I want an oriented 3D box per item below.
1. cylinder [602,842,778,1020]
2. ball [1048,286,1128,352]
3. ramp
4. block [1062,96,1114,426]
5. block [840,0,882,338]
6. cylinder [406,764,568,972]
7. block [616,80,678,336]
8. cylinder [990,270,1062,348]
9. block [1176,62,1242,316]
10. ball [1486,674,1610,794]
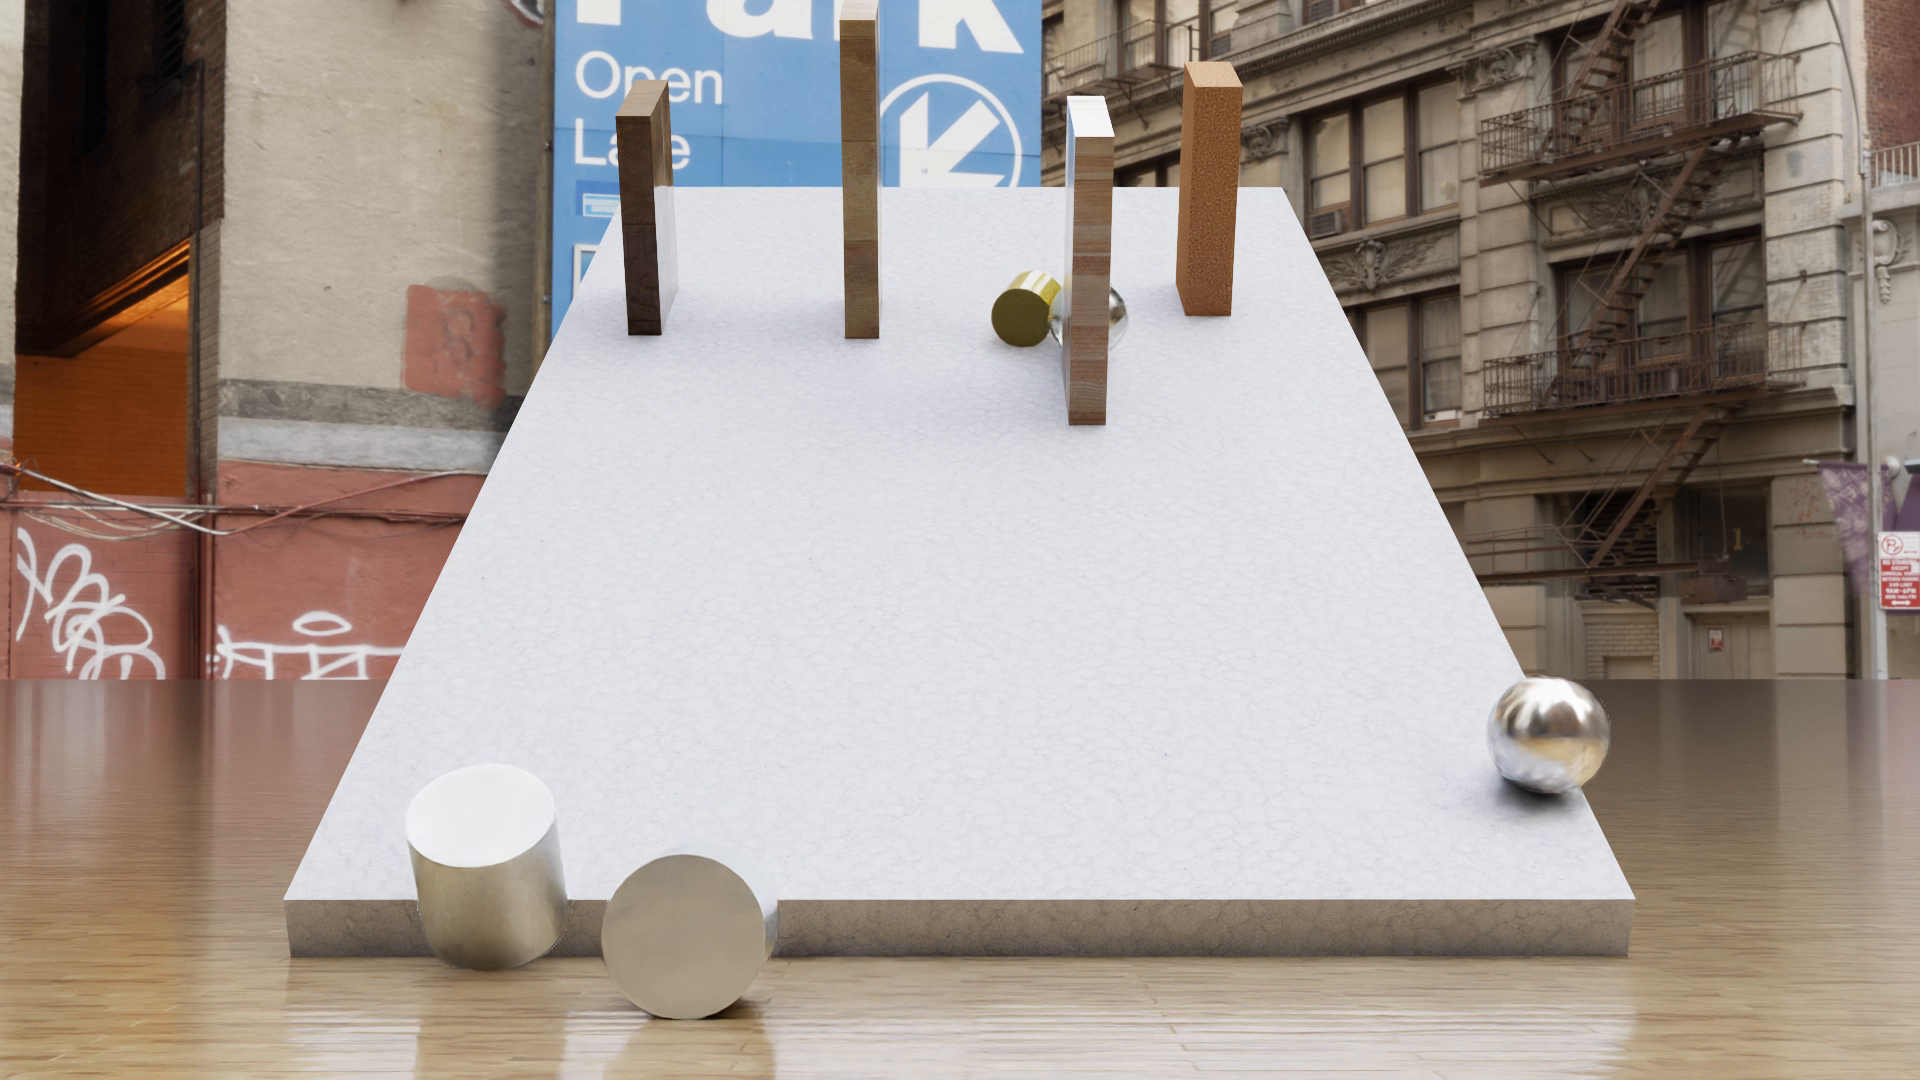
[{"bbox_3d":[-0.338,0.492,2.944,0.202,0.202,0.202,0,-3,0],"label":"cylinder"},{"bbox_3d":[0.310,-0.537,5.628,0.191,0.191,0.191,0,-3,0],"label":"ball"},{"bbox_3d":[-0.008,-0.228,5.285,2.000,0.100,4.000,0,24,0],"label":"ramp"},{"bbox_3d":[0.287,-0.637,5.273,0.084,0.660,0.377,0,24,0],"label":"block"},{"bbox_3d":[-0.243,-0.929,5.773,0.085,0.789,0.328,0,24,0],"label":"block"},{"bbox_3d":[-0.674,0.467,3.319,0.207,0.207,0.207,0,37,0],"label":"cylinder"},{"bbox_3d":[-0.788,-0.845,5.872,0.084,0.554,0.397,0,24,0],"label":"block"},{"bbox_3d":[0.169,-0.573,5.758,0.153,0.153,0.153,-1,23,16],"label":"cylinder"},{"bbox_3d":[0.636,-0.903,5.965,0.117,0.591,0.289,0,24,0],"label":"block"},{"bbox_3d":[0.937,0.310,3.704,0.192,0.192,0.192,0,-3,0],"label":"ball"}]
